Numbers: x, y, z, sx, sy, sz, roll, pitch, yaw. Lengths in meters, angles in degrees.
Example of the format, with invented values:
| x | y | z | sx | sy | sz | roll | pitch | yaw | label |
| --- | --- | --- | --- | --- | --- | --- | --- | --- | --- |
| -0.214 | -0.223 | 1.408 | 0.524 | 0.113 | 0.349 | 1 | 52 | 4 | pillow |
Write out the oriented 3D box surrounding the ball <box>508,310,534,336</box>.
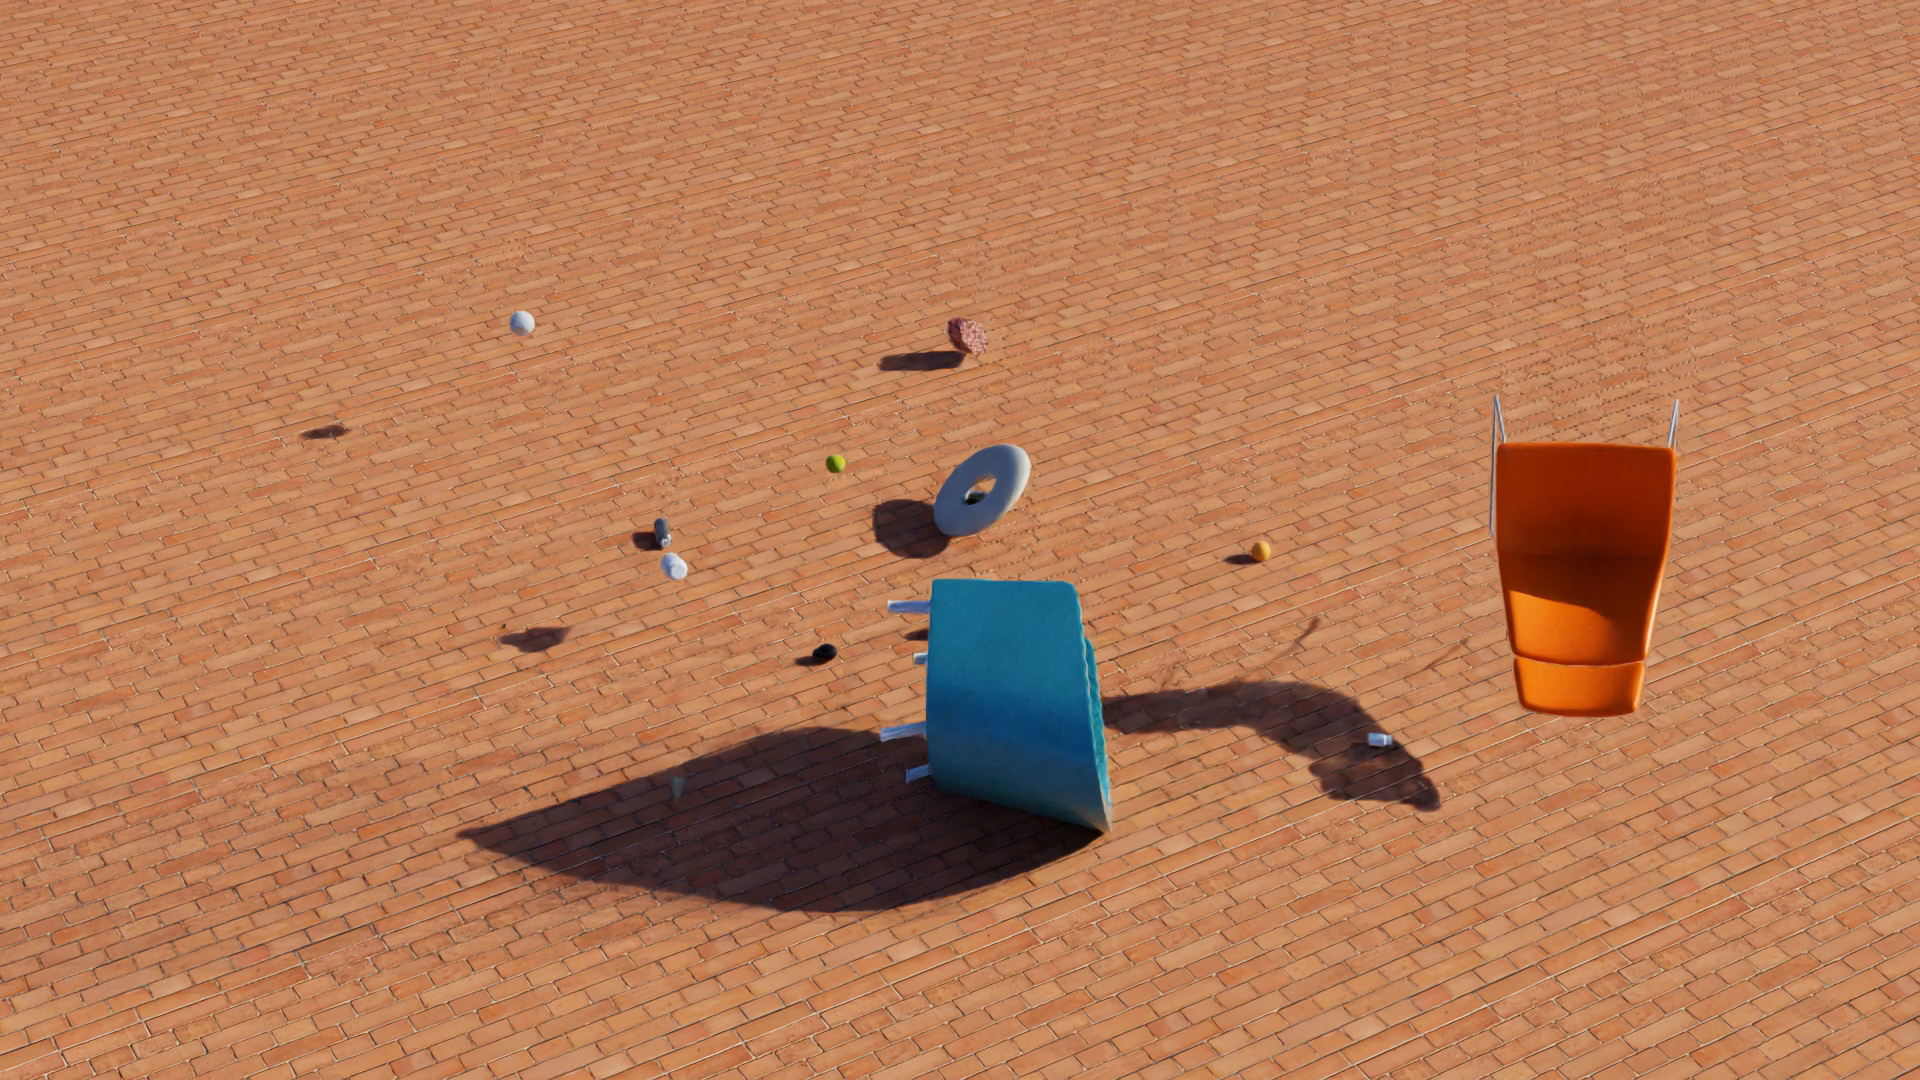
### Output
| x | y | z | sx | sy | sz | roll | pitch | yaw | label |
| --- | --- | --- | --- | --- | --- | --- | --- | --- | --- |
| -1.713 | -0.847 | 11.458 | 0.099 | 0.099 | 0.099 | 0 | 33 | 0 | ball |

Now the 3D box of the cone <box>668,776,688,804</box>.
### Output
| x | y | z | sx | sy | sz | roll | pitch | yaw | label |
| --- | --- | --- | --- | --- | --- | --- | --- | --- | --- |
| -0.931 | 0.833 | 9.651 | 0.055 | 0.073 | 0.086 | -21 | 50 | 27 | cone |

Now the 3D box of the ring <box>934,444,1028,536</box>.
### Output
| x | y | z | sx | sy | sz | roll | pitch | yaw | label |
| --- | --- | --- | --- | --- | --- | --- | --- | --- | --- |
| 0.080 | -0.186 | 10.964 | 0.451 | 0.073 | 0.417 | -20 | 42 | 36 | ring |
